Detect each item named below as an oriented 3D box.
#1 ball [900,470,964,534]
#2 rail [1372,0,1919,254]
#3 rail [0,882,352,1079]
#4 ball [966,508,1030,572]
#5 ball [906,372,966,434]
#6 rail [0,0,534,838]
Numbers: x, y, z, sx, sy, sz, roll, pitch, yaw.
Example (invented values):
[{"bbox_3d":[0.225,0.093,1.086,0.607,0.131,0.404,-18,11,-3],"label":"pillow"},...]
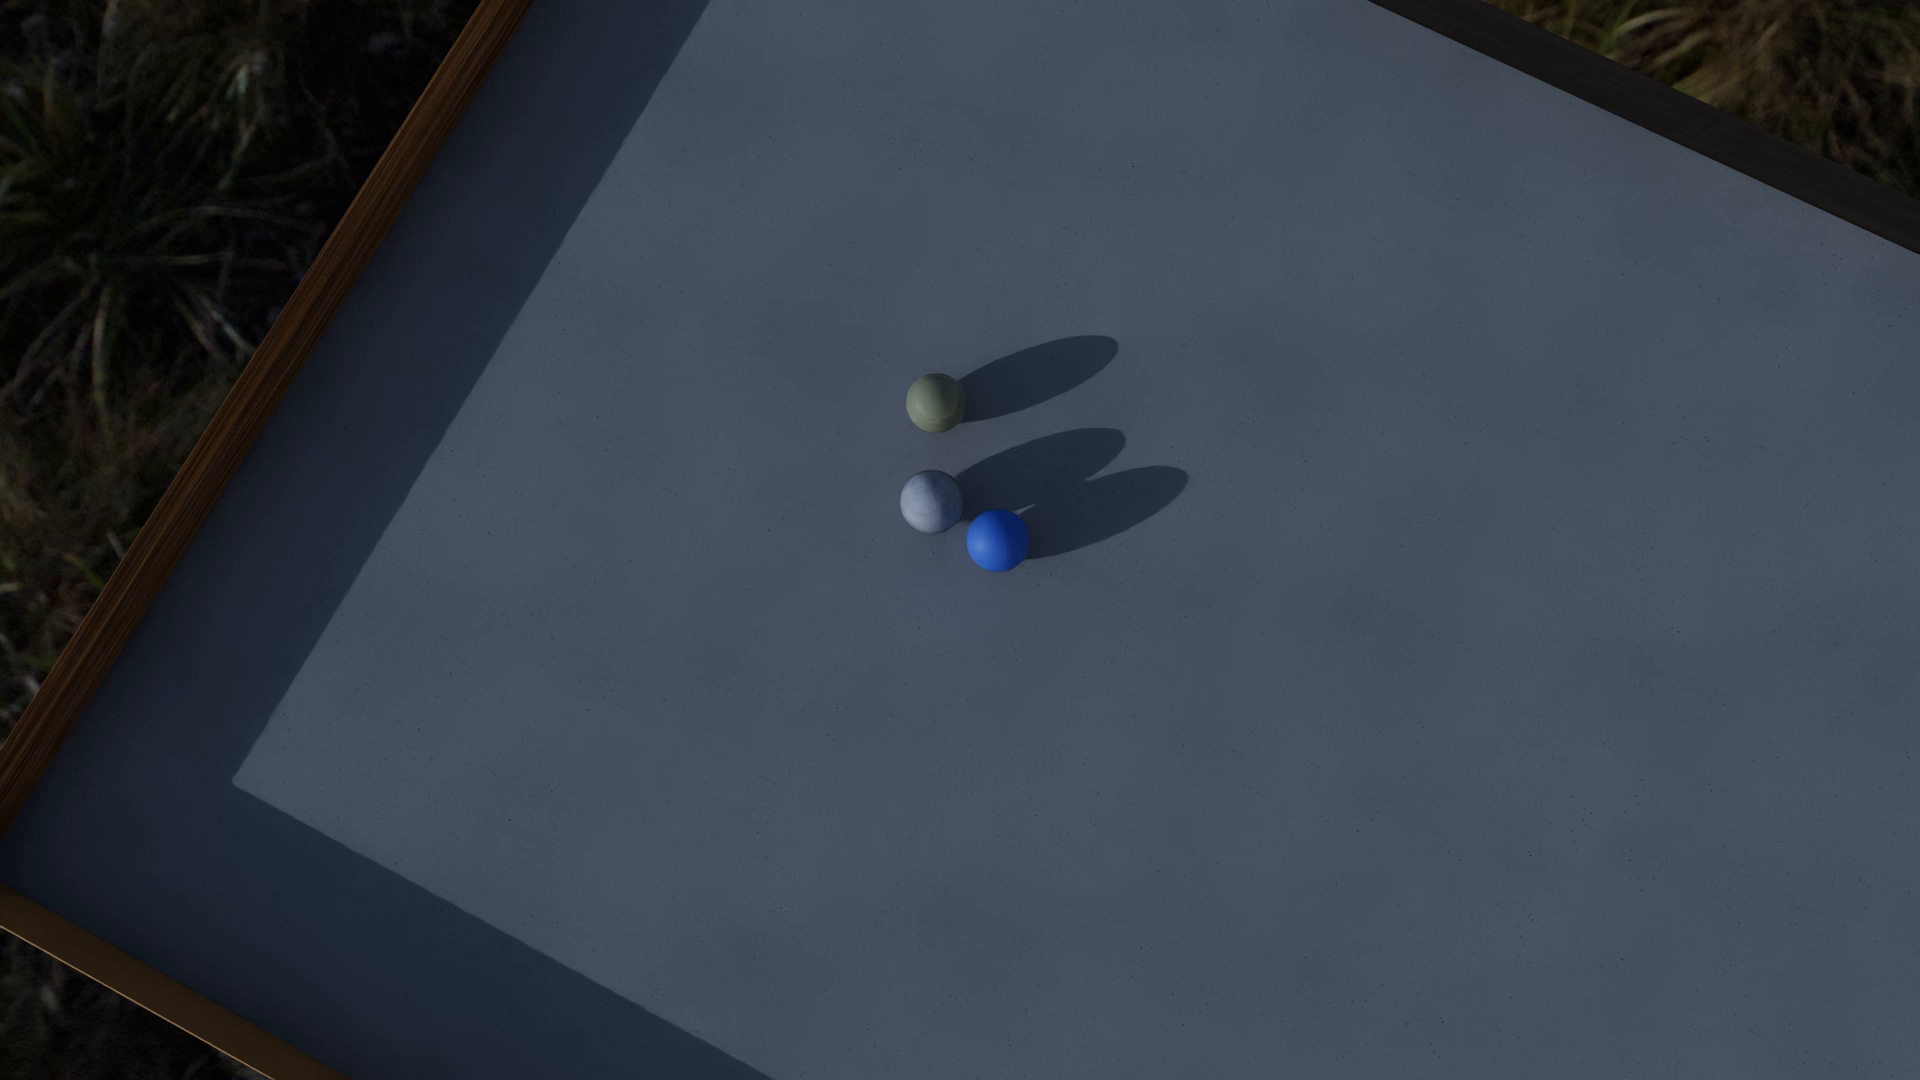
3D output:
[{"bbox_3d":[-0.043,-0.058,3.350,0.098,0.098,0.098,0,75,0],"label":"ball"},{"bbox_3d":[1.472,-0.487,3.449,4.288,0.128,0.045,27,77,7],"label":"rail"},{"bbox_3d":[0.428,1.439,2.931,4.288,0.128,0.045,27,77,7],"label":"rail"},{"bbox_3d":[0.057,0.001,3.335,0.097,0.097,0.097,0,75,0],"label":"ball"},{"bbox_3d":[-0.037,-0.211,3.393,0.094,0.094,0.094,0,75,0],"label":"ball"},{"bbox_3d":[-0.929,-0.474,3.445,0.045,0.128,2.299,27,77,7],"label":"rail"}]
